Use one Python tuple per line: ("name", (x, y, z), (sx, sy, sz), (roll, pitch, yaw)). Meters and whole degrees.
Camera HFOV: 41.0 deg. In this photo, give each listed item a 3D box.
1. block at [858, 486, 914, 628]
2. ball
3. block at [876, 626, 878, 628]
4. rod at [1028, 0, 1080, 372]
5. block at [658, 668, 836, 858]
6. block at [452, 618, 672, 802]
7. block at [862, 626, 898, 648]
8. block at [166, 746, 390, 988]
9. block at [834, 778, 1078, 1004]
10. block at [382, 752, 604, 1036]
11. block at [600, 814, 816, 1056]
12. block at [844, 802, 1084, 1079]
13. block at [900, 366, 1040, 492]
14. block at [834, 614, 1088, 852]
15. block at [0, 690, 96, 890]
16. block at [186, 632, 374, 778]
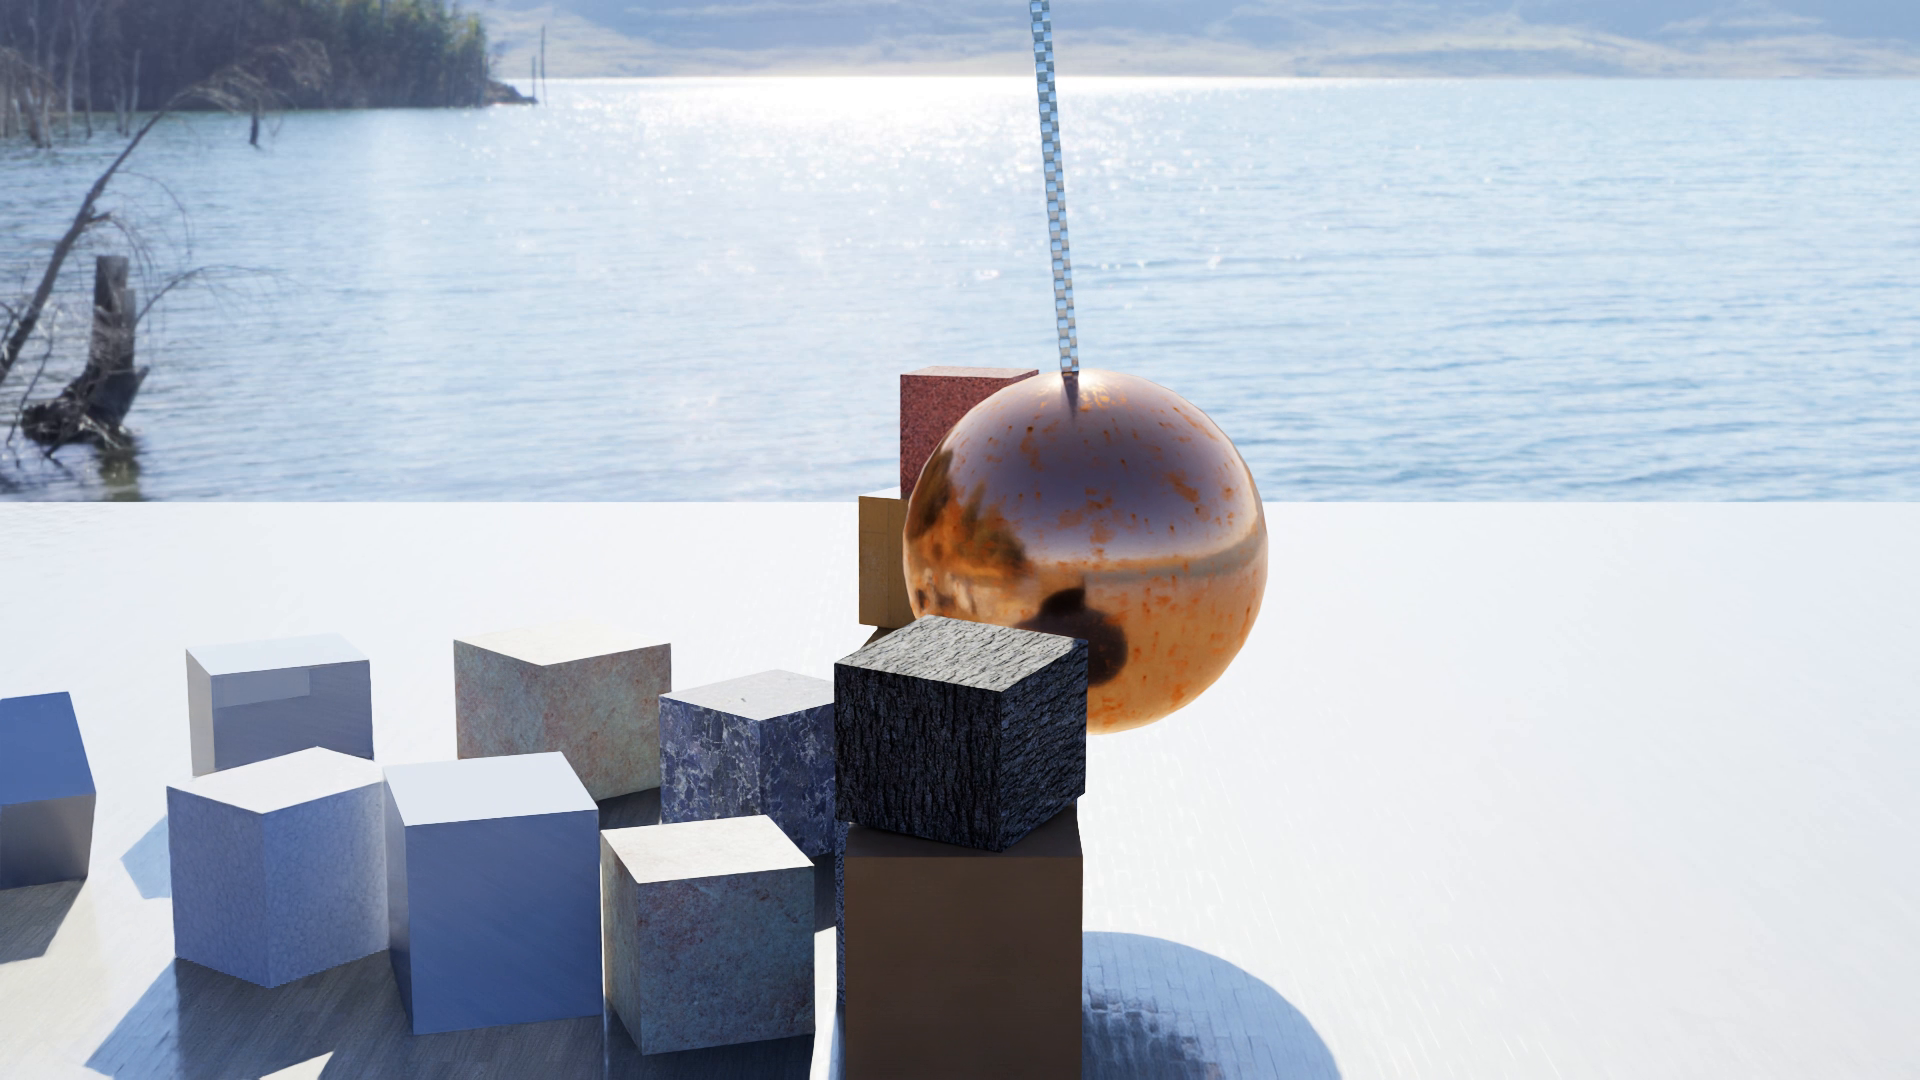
("block", (-0.029, 0.080, 12.776), (0.684, 0.644, 0.704), (5, 10, 29))
("ball", (0.546, 0.053, 11.190), (1.600, 1.600, 1.600), (0, 10, 0))
("block", (0.037, 0.716, 13.382), (0.809, 0.803, 0.925), (1, 10, 7))
("rod", (0.237, -3.278, 10.584), (0.080, 5.200, 0.080), (-5, 10, 1))
("block", (-0.880, 1.048, 11.855), (0.682, 0.696, 0.738), (10, 14, 42))
("block", (-1.983, 0.856, 12.834), (0.758, 0.724, 0.800), (-9, 14, -41))
("block", (-0.084, 0.865, 12.527), (0.689, 0.815, 0.678), (2, 10, 8))
("block", (-2.690, 1.307, 10.374), (0.609, 0.710, 0.748), (9, 13, 37))
("block", (-0.020, 1.260, 10.179), (0.916, 0.879, 0.915), (0, 10, -1))
("block", (-1.817, 1.344, 9.927), (0.709, 0.804, 0.861), (-3, 11, -18))
("block", (-0.955, 1.471, 9.661), (0.654, 0.650, 0.686), (-4, 11, -19))
("block", (0.013, 1.439, 9.360), (0.832, 0.820, 0.753), (0, 10, 0))
("block", (0.052, -0.550, 12.825), (0.563, 0.585, 0.527), (3, 9, 17))
("block", (0.009, 0.688, 9.330), (0.675, 0.594, 0.678), (8, 17, 28))
("block", (-4.177, 1.109, 11.192), (0.639, 0.571, 0.604), (-6, 47, -29))
("block", (-3.333, 0.906, 12.574), (0.752, 0.719, 0.664), (-5, 11, -26))
